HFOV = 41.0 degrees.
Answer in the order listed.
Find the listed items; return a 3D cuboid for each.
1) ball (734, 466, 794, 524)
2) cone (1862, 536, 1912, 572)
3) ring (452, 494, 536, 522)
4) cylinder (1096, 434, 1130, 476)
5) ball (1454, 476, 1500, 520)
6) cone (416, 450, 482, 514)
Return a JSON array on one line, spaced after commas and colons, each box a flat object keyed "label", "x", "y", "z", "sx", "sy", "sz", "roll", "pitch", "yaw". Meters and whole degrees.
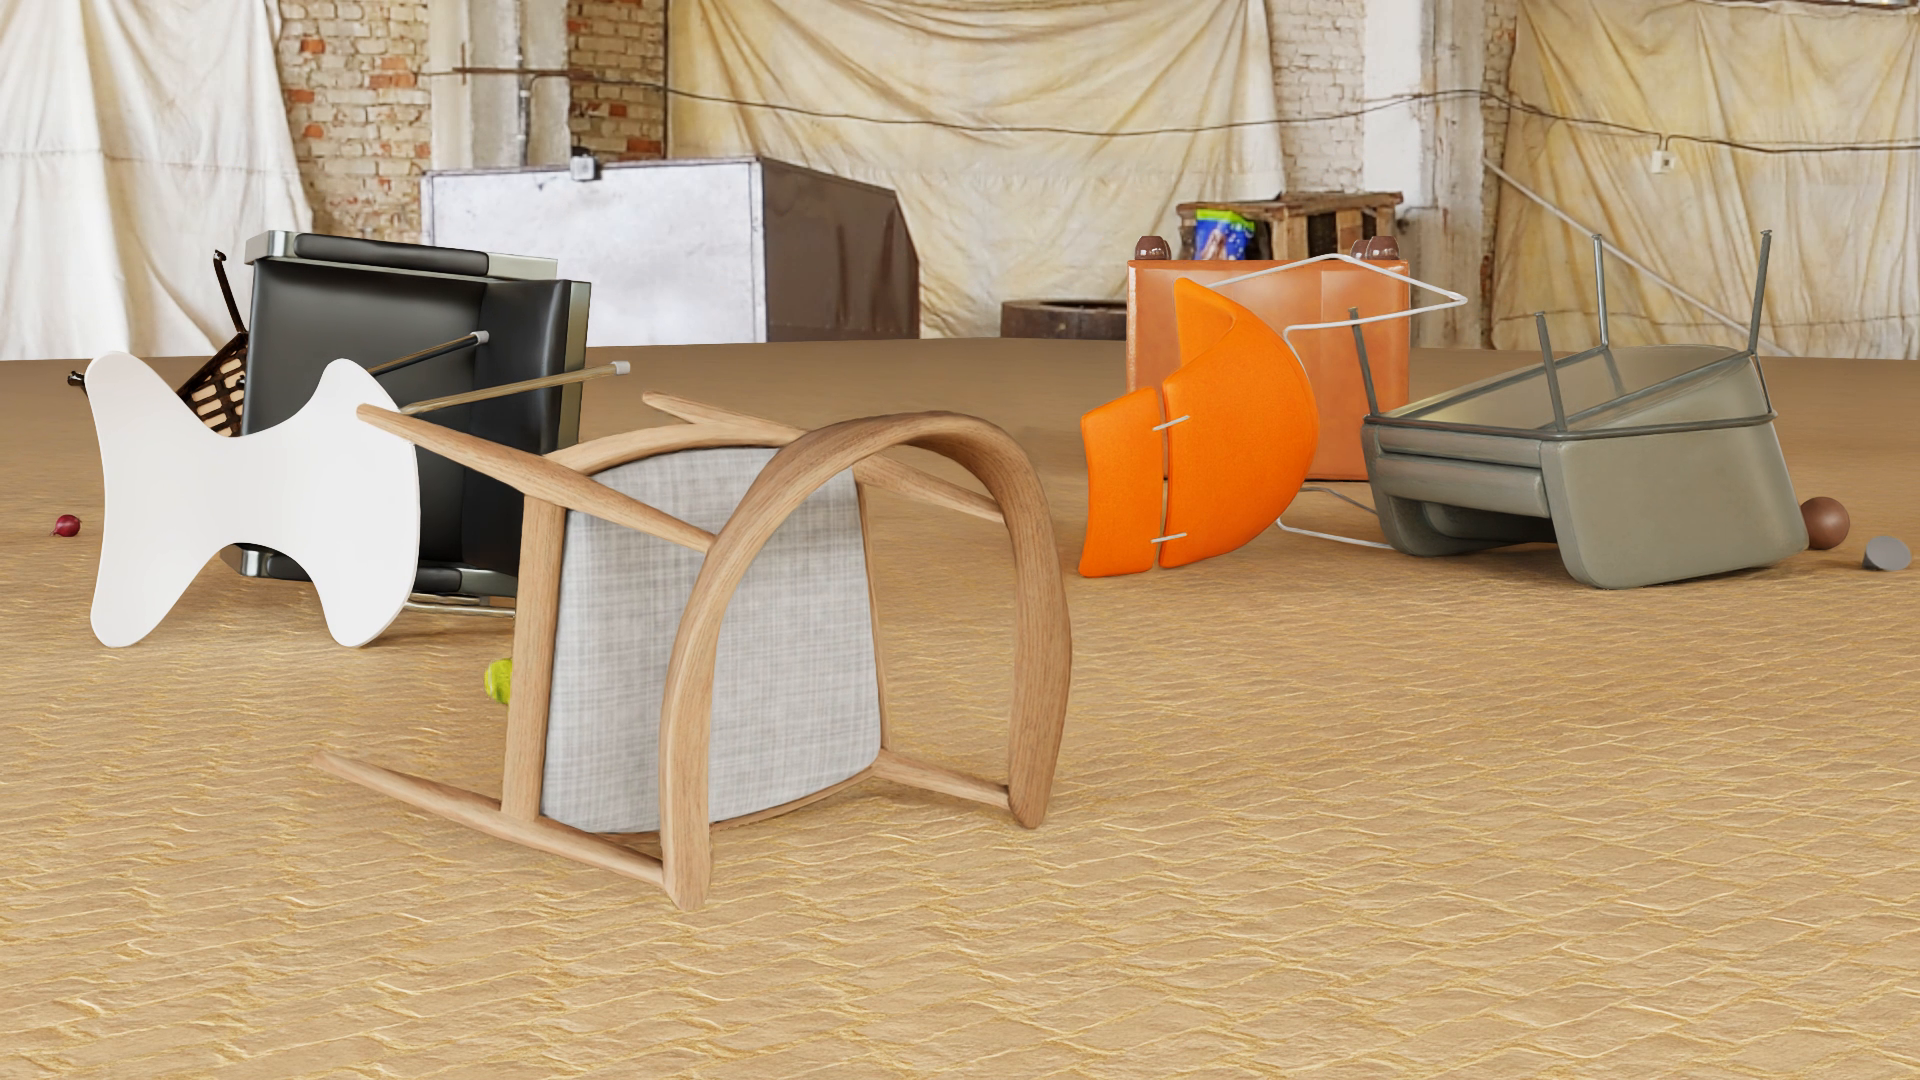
[{"label": "ball", "x": -0.520, "y": -0.118, "z": 6.797, "sx": 0.157, "sy": 0.157, "sz": 0.157, "roll": 0, "pitch": 6, "yaw": 0}, {"label": "cone", "x": 2.063, "y": 0.046, "z": 5.784, "sx": 0.135, "sy": 0.085, "sz": 0.086, "roll": -1, "pitch": -21, "yaw": -27}, {"label": "ring", "x": -1.261, "y": -0.087, "z": 6.955, "sx": 0.216, "sy": 0.062, "sz": 0.261, "roll": -4, "pitch": 6, "yaw": -39}, {"label": "cylinder", "x": 0.506, "y": -0.281, "z": 8.465, "sx": 0.084, "sy": 0.153, "sz": 0.090, "roll": 31, "pitch": 8, "yaw": 2}, {"label": "ball", "x": 1.396, "y": -0.113, "z": 6.930, "sx": 0.119, "sy": 0.119, "sz": 0.119, "roll": 0, "pitch": 6, "yaw": 0}, {"label": "cone", "x": -1.418, "y": -0.165, "z": 7.181, "sx": 0.215, "sy": 0.171, "sz": 0.133, "roll": -2, "pitch": 6, "yaw": -21}]
